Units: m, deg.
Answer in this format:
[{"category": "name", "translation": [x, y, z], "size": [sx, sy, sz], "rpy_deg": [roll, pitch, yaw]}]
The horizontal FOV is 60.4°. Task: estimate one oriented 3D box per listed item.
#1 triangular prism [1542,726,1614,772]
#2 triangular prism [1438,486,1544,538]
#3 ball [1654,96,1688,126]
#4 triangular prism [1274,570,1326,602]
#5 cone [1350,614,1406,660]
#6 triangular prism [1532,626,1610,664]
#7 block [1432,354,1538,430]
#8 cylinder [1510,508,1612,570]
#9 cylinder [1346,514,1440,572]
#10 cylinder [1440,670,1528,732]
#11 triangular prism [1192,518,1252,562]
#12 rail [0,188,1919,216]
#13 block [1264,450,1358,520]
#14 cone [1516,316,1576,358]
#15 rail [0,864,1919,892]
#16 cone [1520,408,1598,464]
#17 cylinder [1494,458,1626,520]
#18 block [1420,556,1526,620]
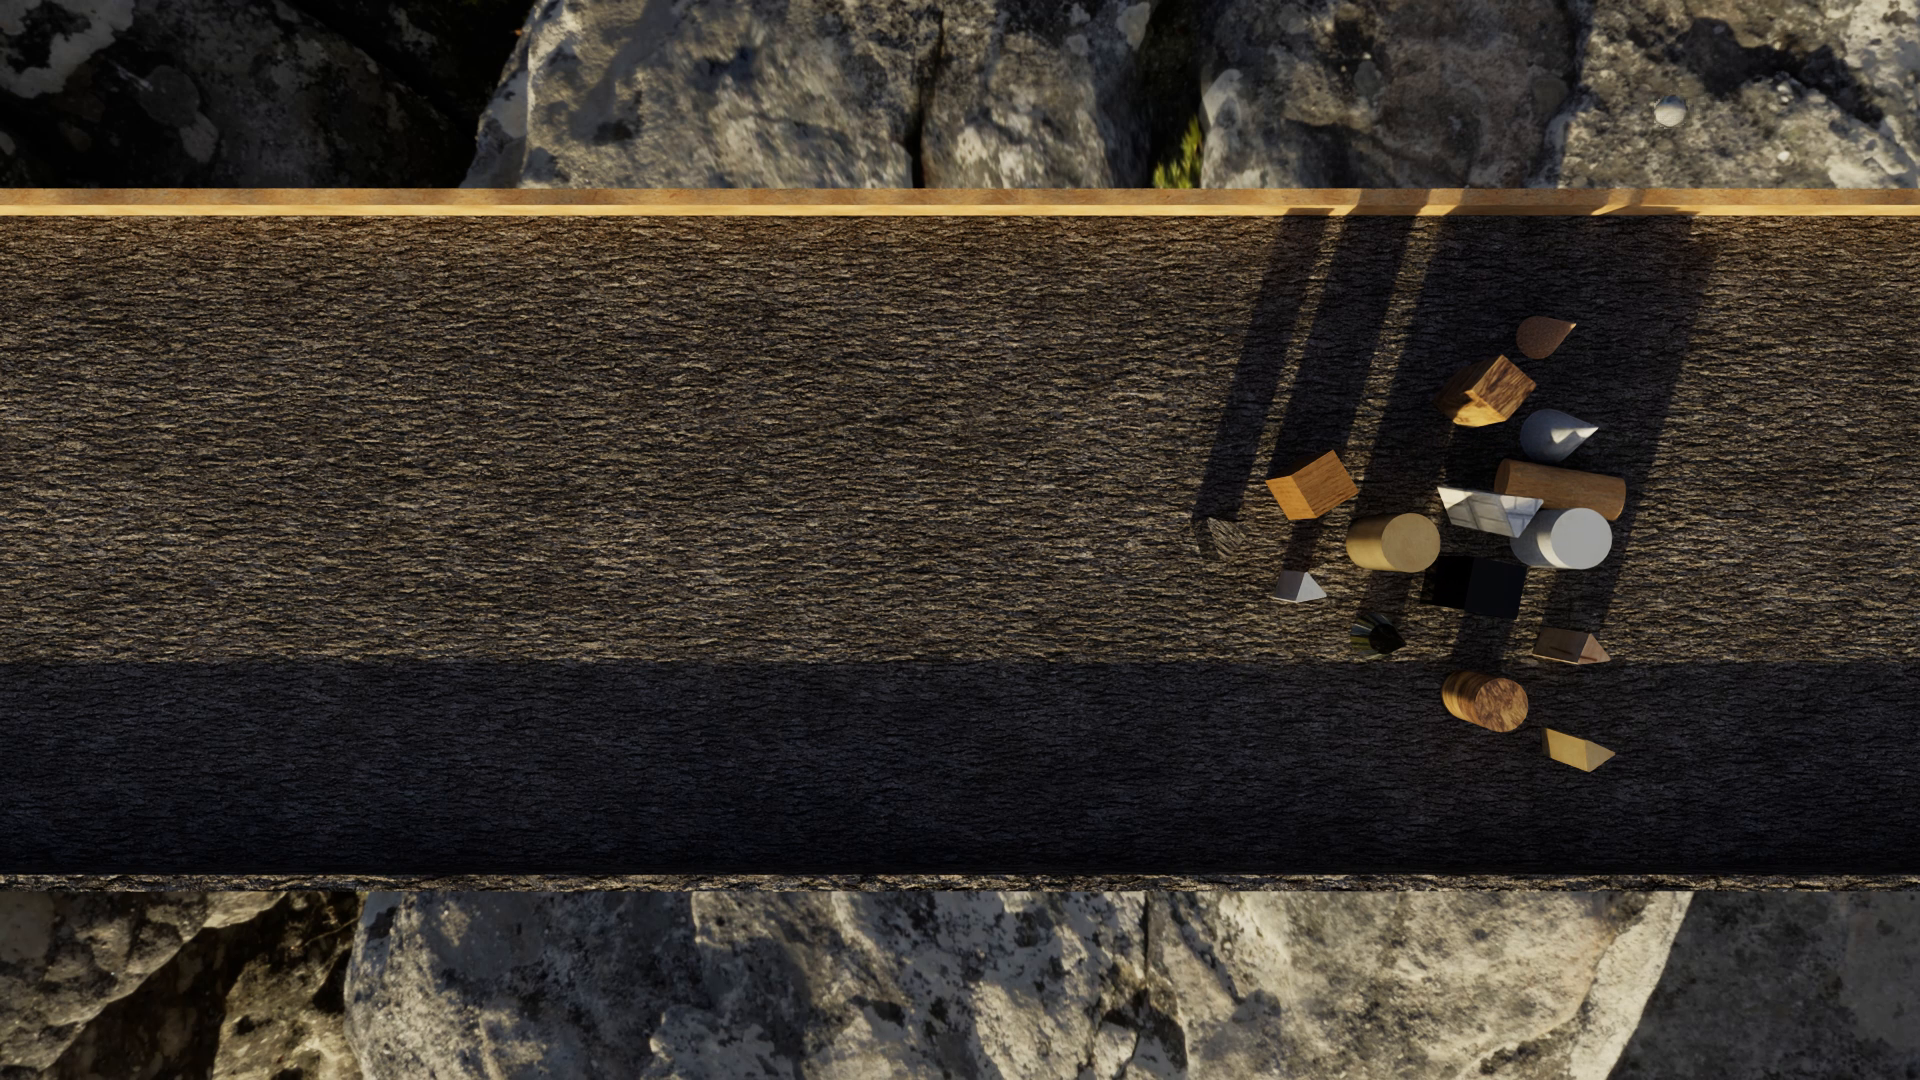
[{"category": "triangular prism", "translation": [1.813, 0.605, 4.897], "size": [0.093, 0.360, 0.080], "rpy_deg": [-35, 90, 0]}, {"category": "triangular prism", "translation": [1.573, -0.109, 4.871], "size": [0.113, 0.406, 0.130], "rpy_deg": [-25, 99, -6]}, {"category": "ball", "translation": [4.019, -2.427, 9.325], "size": [0.169, 0.169, 0.169], "rpy_deg": [0, 90, 0]}, {"category": "triangular prism", "translation": [1.001, 0.131, 4.905], "size": [0.091, 0.343, 0.079], "rpy_deg": [-11, 90, 0]}, {"category": "cone", "translation": [1.272, 0.297, 4.882], "size": [0.143, 0.389, 0.143], "rpy_deg": [0, 90, 0]}, {"category": "triangular prism", "translation": [1.803, 0.307, 4.890], "size": [0.094, 0.373, 0.082], "rpy_deg": [-7, 90, 0]}, {"category": "block", "translation": [1.543, -0.433, 4.875], "size": [0.133, 0.404, 0.133], "rpy_deg": [41, 90, 0]}, {"category": "cylinder", "translation": [1.779, -0.004, 4.900], "size": [0.176, 0.353, 0.176], "rpy_deg": [0, 90, 0]}, {"category": "cylinder", "translation": [1.271, 0.008, 4.862], "size": [0.168, 0.430, 0.168], "rpy_deg": [0, 90, 0]}, {"category": "cylinder", "translation": [1.556, 0.474, 4.907], "size": [0.154, 0.339, 0.154], "rpy_deg": [0, 90, 0]}, {"category": "triangular prism", "translation": [0.754, -0.024, 4.907], "size": [0.114, 0.338, 0.131], "rpy_deg": [42, 90, 0]}, {"category": "rail", "translation": [-2.247, -1.025, 5.002], "size": [12.000, 0.150, 0.050], "rpy_deg": [0, 90, 0]}, {"category": "block", "translation": [1.035, -0.159, 4.877], "size": [0.141, 0.400, 0.141], "rpy_deg": [-32, 90, 0]}, {"category": "cone", "translation": [1.778, -0.624, 4.916], "size": [0.133, 0.322, 0.133], "rpy_deg": [0, 90, 0]}, {"category": "rail", "translation": [-2.247, 1.025, 5.001], "size": [12.000, 0.150, 0.050], "rpy_deg": [0, 90, 0]}, {"category": "cone", "translation": [1.811, -0.319, 4.875], "size": [0.172, 0.403, 0.172], "rpy_deg": [0, 90, 0]}, {"category": "cylinder", "translation": [1.820, -0.154, 5.011], "size": [0.353, 0.132, 0.132], "rpy_deg": [10, 90, 0]}, {"category": "block", "translation": [1.502, 0.136, 4.851], "size": [0.151, 0.451, 0.151], "rpy_deg": [11, 90, 0]}]
